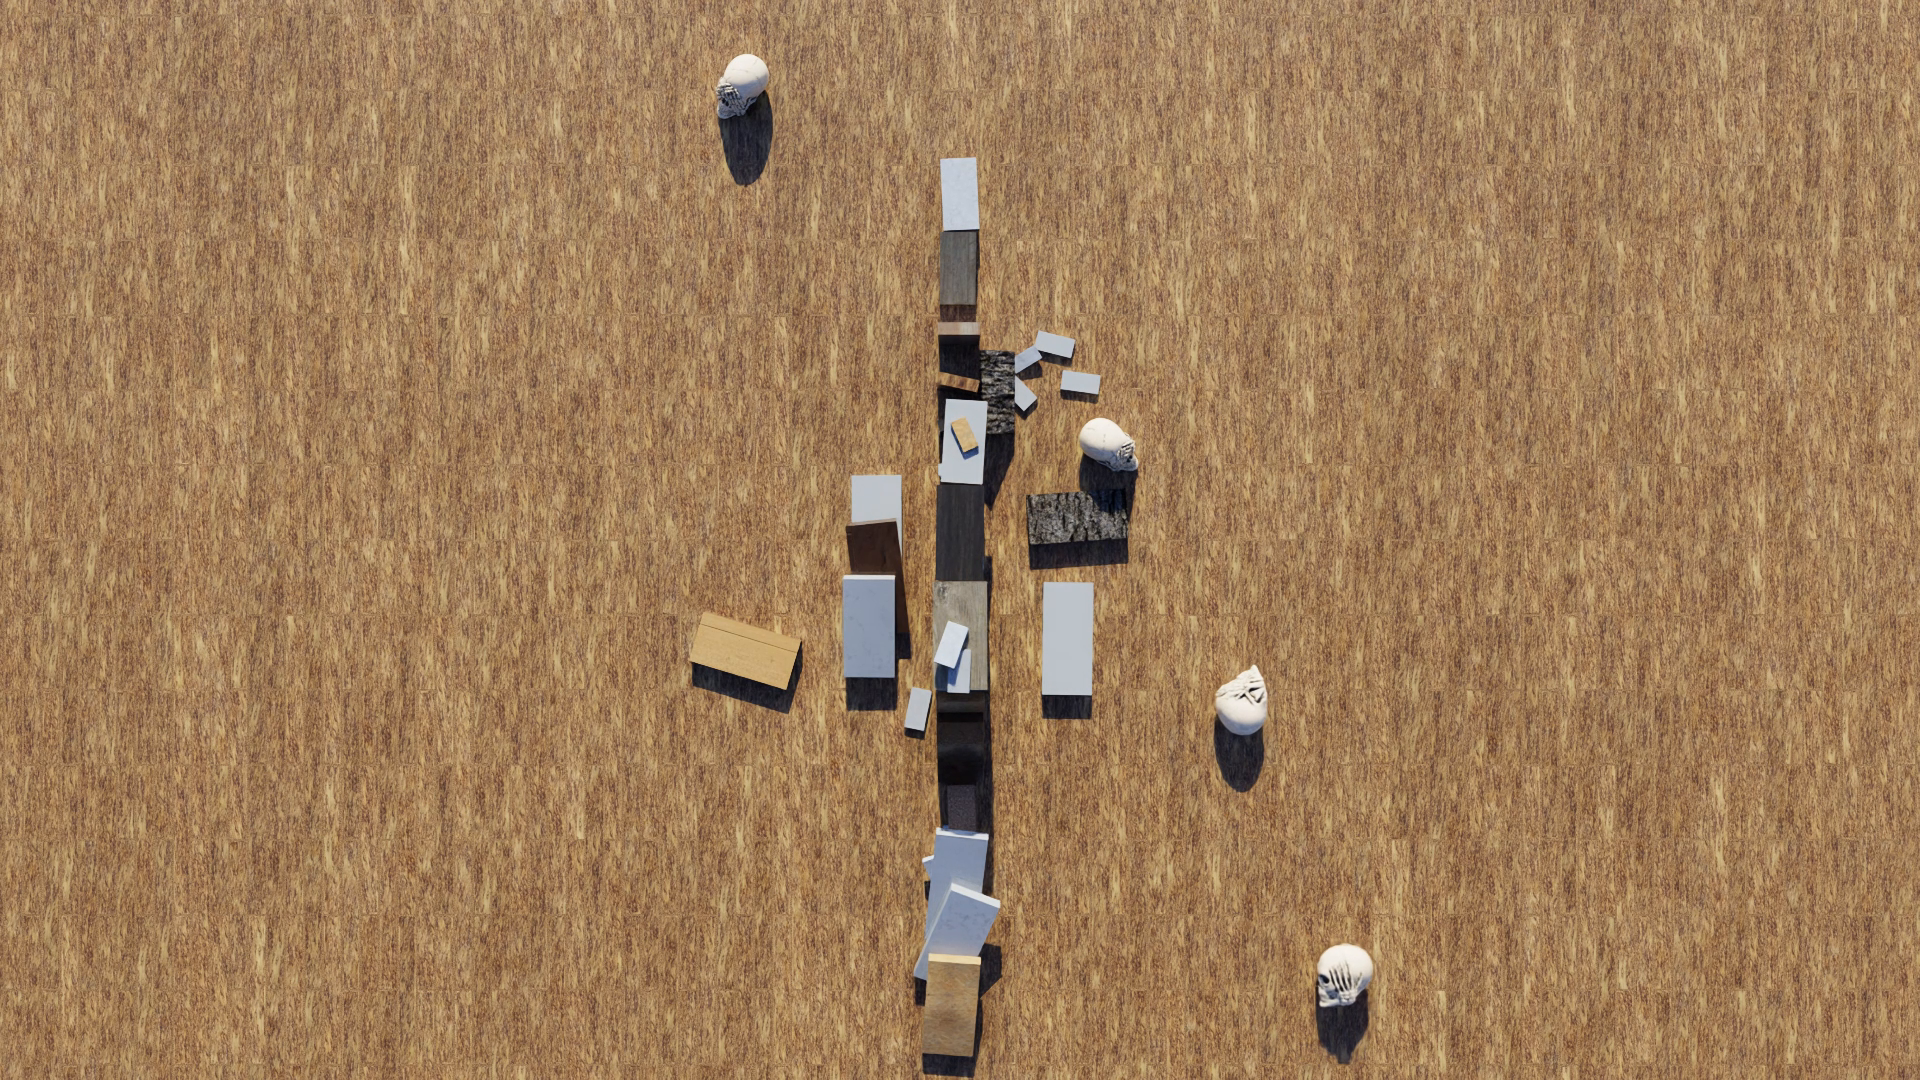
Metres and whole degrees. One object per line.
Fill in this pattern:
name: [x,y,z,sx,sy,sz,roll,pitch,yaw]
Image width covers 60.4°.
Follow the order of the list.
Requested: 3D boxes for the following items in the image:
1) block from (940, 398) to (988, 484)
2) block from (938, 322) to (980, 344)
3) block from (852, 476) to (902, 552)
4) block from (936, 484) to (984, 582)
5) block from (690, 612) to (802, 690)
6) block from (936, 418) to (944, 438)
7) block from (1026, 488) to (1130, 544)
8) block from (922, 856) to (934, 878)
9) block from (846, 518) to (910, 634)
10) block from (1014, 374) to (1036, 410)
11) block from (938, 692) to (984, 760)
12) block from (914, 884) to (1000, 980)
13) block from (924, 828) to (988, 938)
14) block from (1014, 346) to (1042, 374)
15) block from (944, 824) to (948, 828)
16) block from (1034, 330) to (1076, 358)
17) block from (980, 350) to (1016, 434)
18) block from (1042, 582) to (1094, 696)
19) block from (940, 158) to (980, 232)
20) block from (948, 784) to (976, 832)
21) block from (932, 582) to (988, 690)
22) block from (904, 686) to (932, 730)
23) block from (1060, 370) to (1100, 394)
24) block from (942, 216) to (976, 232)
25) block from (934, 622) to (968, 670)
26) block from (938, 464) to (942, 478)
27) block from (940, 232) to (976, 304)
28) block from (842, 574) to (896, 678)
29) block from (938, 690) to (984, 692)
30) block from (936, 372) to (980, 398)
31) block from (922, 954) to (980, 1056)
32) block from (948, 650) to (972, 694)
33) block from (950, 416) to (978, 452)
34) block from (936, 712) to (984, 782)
block: [0.013,-0.310,5.219,0.131,0.037,0.262,4,90,0]
block: [-0.004,-0.671,5.365,0.135,0.271,0.038,0,90,0]
block: [-0.275,-0.049,5.477,0.165,0.047,0.329,0,90,0]
block: [0.000,-0.022,5.180,0.149,0.042,0.299,1,90,0]
block: [-0.712,0.366,5.476,0.336,0.048,0.168,17,90,0]
block: [-0.005,-0.379,5.369,0.131,0.262,0.037,-16,90,0]
block: [0.389,-0.078,5.477,0.329,0.047,0.165,-4,90,0]
block: [-0.047,1.123,5.458,0.091,0.026,0.182,-21,104,8]
block: [-0.270,0.124,5.431,0.168,0.048,0.378,-6,103,1]
block: [0.191,-0.495,5.491,0.063,0.018,0.126,-44,90,0]
block: [0.004,0.607,5.380,0.149,0.042,0.299,0,135,0]
block: [-0.012,1.310,5.423,0.170,0.048,0.340,21,106,-4]
block: [-0.013,1.139,5.424,0.170,0.048,0.382,6,106,0]
block: [0.217,-0.600,5.483,0.102,0.014,0.051,-31,90,11]
block: [-0.011,1.039,5.487,0.091,0.026,0.182,1,90,0]
block: [0.315,-0.650,5.491,0.126,0.018,0.063,14,90,0]
block: [0.122,-0.485,5.419,0.038,0.135,0.271,4,95,41]
block: [0.357,0.326,5.477,0.165,0.047,0.372,1,90,0]
block: [-0.001,-1.140,5.450,0.118,0.033,0.236,-3,90,0]
block: [0.006,0.905,5.470,0.091,0.026,0.182,-2,79,-1]
block: [0.000,0.297,5.140,0.168,0.048,0.336,0,90,0]
block: [-0.140,0.562,5.491,0.067,0.019,0.134,12,90,0]
block: [0.401,-0.524,5.491,0.126,0.018,0.063,8,90,0]
block: [-0.004,-1.055,5.483,0.118,0.033,0.236,0,90,0]
block: [-0.027,0.324,5.090,0.067,0.019,0.134,19,77,4]
block: [-0.003,-0.224,5.369,0.131,0.262,0.037,0,90,0]
block: [-0.007,-0.899,5.458,0.118,0.033,0.236,1,103,0]
block: [-0.298,0.284,5.420,0.168,0.048,0.336,1,104,0]
block: [0.004,0.477,5.350,0.149,0.299,0.042,0,78,0]
block: [-0.007,-0.505,5.364,0.135,0.271,0.038,13,91,0]
block: [-0.030,1.532,5.433,0.170,0.048,0.340,4,105,0]
block: [-0.002,0.405,5.106,0.067,0.019,0.134,3,90,0]
block: [0.014,-0.333,5.194,0.051,0.014,0.102,-24,90,0]
block: [0.000,0.679,5.383,0.149,0.042,0.299,0,132,0]
